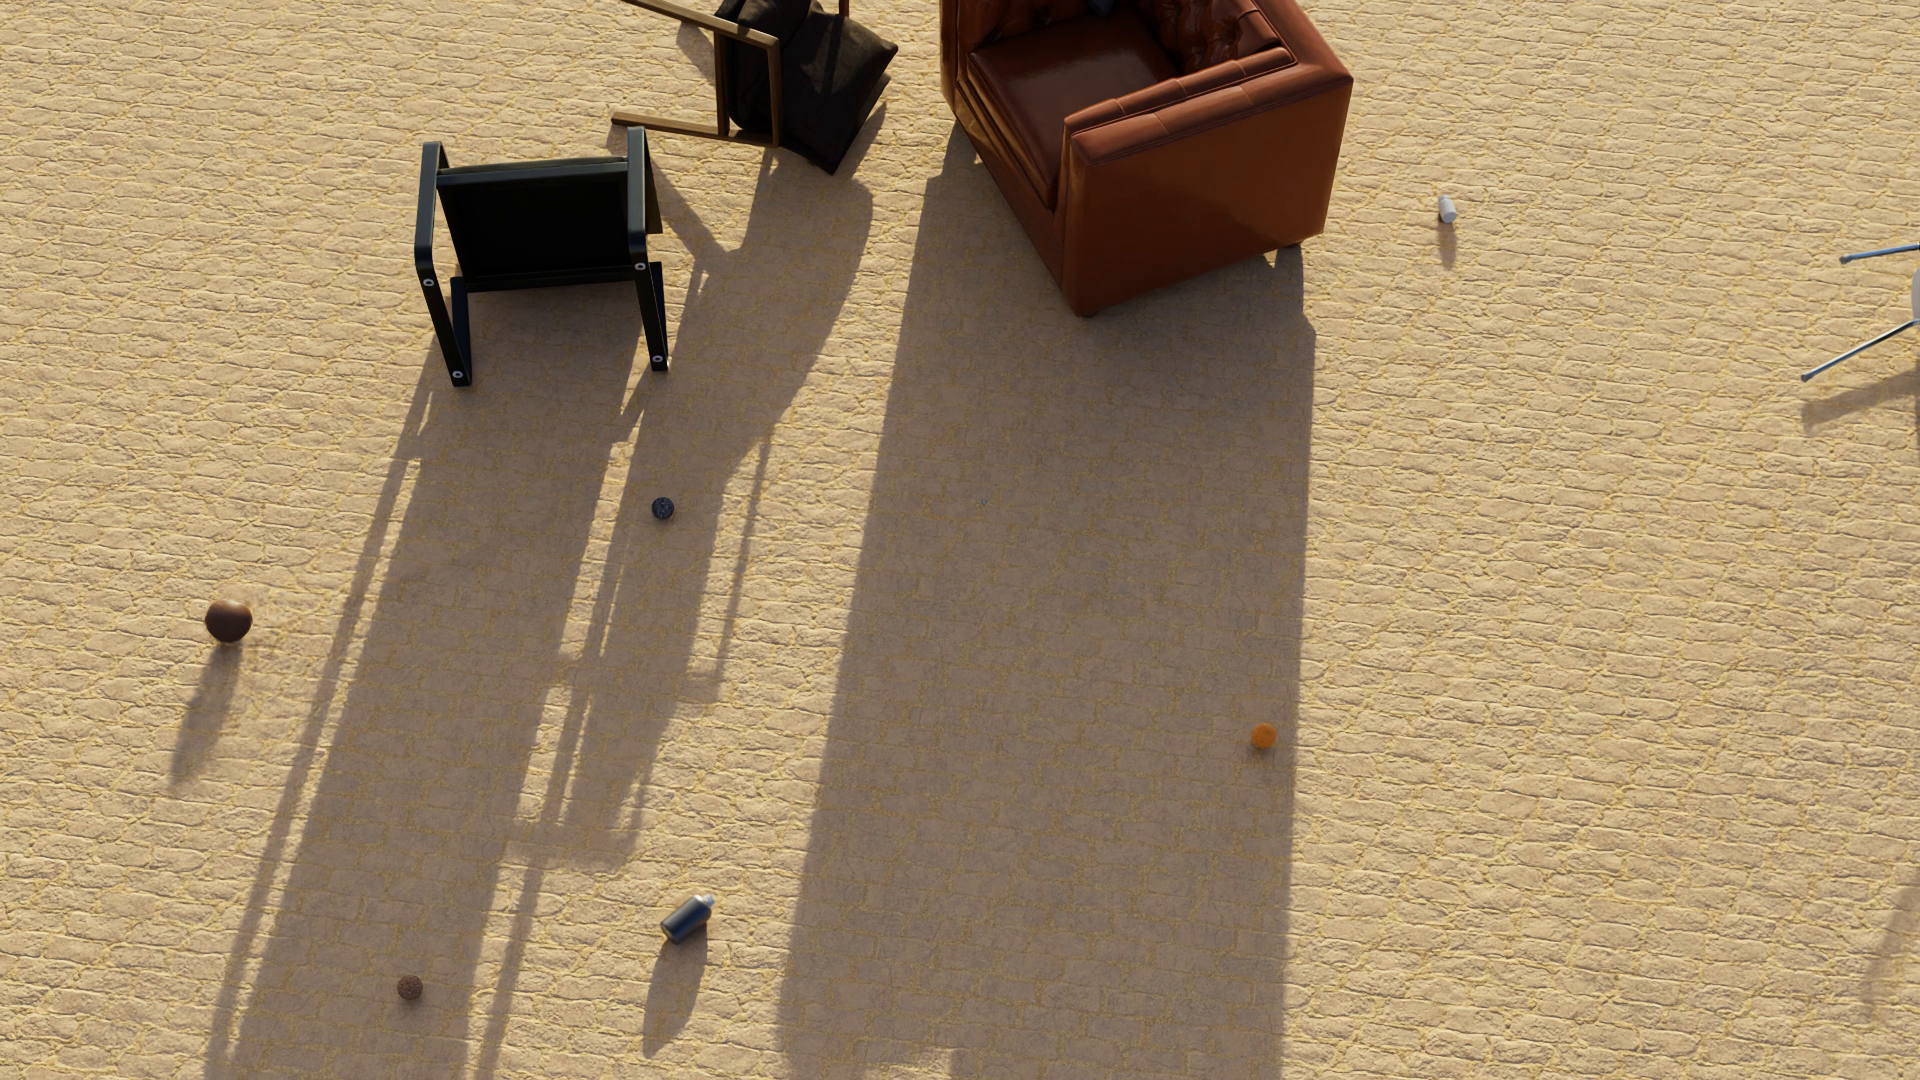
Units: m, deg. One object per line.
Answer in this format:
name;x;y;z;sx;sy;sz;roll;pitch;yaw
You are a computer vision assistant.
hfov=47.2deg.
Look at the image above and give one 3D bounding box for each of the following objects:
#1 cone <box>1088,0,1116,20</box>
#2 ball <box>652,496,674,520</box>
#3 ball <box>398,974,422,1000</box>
cone;0.491;-1.762;7.102;0.140;0.075;0.082;-46;107;-4
ball;-0.892;-0.095;6.597;0.067;0.067;0.067;0;56;0
ball;-1.438;1.170;5.750;0.065;0.065;0.065;0;56;0
